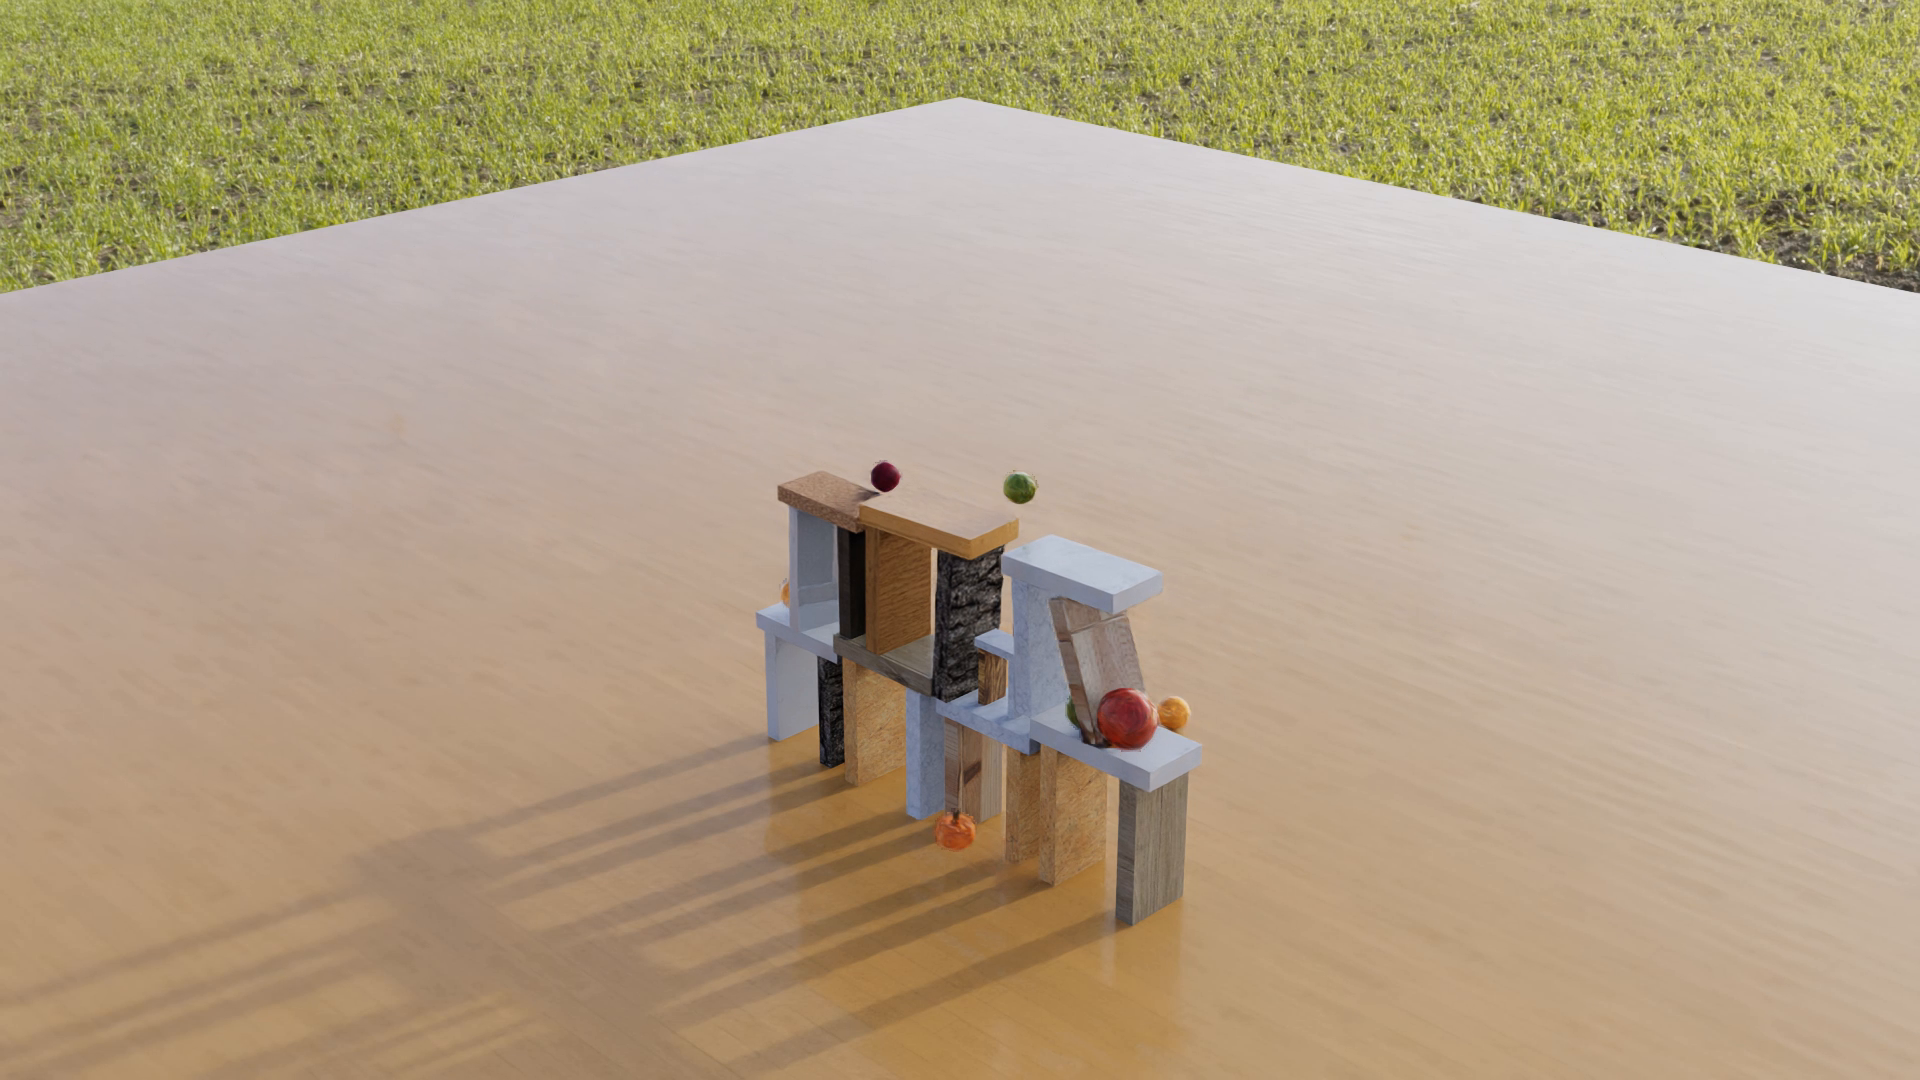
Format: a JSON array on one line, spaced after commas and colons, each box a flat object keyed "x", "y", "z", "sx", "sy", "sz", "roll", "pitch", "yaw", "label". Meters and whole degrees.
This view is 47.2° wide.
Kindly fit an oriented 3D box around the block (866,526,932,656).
[{"x": -0.122, "y": 0.076, "z": 4.385, "sx": 0.141, "sy": 0.283, "sz": 0.040, "roll": -21, "pitch": 32, "yaw": -40, "label": "block"}]

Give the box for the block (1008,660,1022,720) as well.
[{"x": 0.119, "y": 0.278, "z": 4.215, "sx": 0.017, "sy": 0.120, "sz": 0.060, "roll": 21, "pitch": 31, "yaw": 41, "label": "block"}]

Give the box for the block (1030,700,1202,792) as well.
[{"x": 0.287, "y": 0.373, "z": 4.077, "sx": 0.293, "sy": 0.042, "sz": 0.147, "roll": 21, "pitch": 31, "yaw": 40, "label": "block"}]

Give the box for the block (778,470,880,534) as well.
[{"x": -0.246, "y": -0.079, "z": 4.455, "sx": 0.120, "sy": 0.034, "sz": 0.239, "roll": -21, "pitch": 31, "yaw": -40, "label": "block"}]

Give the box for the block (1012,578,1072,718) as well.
[{"x": 0.162, "y": 0.183, "z": 4.126, "sx": 0.136, "sy": 0.273, "sz": 0.039, "roll": -21, "pitch": 28, "yaw": -41, "label": "block"}]

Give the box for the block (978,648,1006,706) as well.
[{"x": 0.063, "y": 0.256, "z": 4.268, "sx": 0.060, "sy": 0.120, "sz": 0.017, "roll": -21, "pitch": 31, "yaw": -41, "label": "block"}]

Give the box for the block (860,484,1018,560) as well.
[{"x": -0.042, "y": -0.037, "z": 4.236, "sx": 0.283, "sy": 0.040, "sz": 0.141, "roll": 18, "pitch": 29, "yaw": 37, "label": "block"}]

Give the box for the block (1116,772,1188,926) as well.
[{"x": 0.356, "y": 0.554, "z": 4.078, "sx": 0.042, "sy": 0.293, "sz": 0.147, "roll": 21, "pitch": 31, "yaw": 41, "label": "block"}]

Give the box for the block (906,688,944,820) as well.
[{"x": -0.043, "y": 0.409, "z": 4.431, "sx": 0.143, "sy": 0.285, "sz": 0.040, "roll": -21, "pitch": 31, "yaw": -40, "label": "block"}]

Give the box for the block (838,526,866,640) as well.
[{"x": -0.190, "y": 0.070, "z": 4.455, "sx": 0.120, "sy": 0.239, "sz": 0.034, "roll": -21, "pitch": 31, "yaw": -40, "label": "block"}]

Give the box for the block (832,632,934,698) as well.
[{"x": -0.108, "y": 0.231, "z": 4.434, "sx": 0.143, "sy": 0.040, "sz": 0.285, "roll": -21, "pitch": 31, "yaw": -40, "label": "block"}]

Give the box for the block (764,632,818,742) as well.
[{"x": -0.358, "y": 0.296, "z": 4.740, "sx": 0.126, "sy": 0.253, "sz": 0.036, "roll": -21, "pitch": 31, "yaw": -41, "label": "block"}]

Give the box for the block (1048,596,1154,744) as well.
[{"x": 0.259, "y": 0.223, "z": 4.034, "sx": 0.136, "sy": 0.273, "sz": 0.039, "roll": -17, "pitch": 6, "yaw": -32, "label": "block"}]

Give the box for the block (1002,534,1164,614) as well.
[{"x": 0.221, "y": 0.060, "z": 4.011, "sx": 0.273, "sy": 0.039, "sz": 0.136, "roll": 20, "pitch": 30, "yaw": 41, "label": "block"}]

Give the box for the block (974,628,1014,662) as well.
[{"x": 0.091, "y": 0.204, "z": 4.215, "sx": 0.060, "sy": 0.017, "sz": 0.120, "roll": -21, "pitch": 31, "yaw": -41, "label": "block"}]

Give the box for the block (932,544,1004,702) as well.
[{"x": 0.016, "y": 0.147, "z": 4.266, "sx": 0.141, "sy": 0.321, "sz": 0.040, "roll": -21, "pitch": 34, "yaw": -40, "label": "block"}]

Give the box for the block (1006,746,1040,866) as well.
[{"x": 0.146, "y": 0.495, "z": 4.272, "sx": 0.036, "sy": 0.252, "sz": 0.126, "roll": 21, "pitch": 31, "yaw": 41, "label": "block"}]

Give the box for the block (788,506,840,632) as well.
[{"x": -0.293, "y": 0.048, "z": 4.552, "sx": 0.120, "sy": 0.276, "sz": 0.034, "roll": -15, "pitch": 30, "yaw": -32, "label": "block"}]

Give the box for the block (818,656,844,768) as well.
[{"x": -0.239, "y": 0.342, "z": 4.630, "sx": 0.126, "sy": 0.253, "sz": 0.036, "roll": -21, "pitch": 31, "yaw": -41, "label": "block"}]

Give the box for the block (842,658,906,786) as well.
[{"x": -0.174, "y": 0.355, "z": 4.560, "sx": 0.143, "sy": 0.285, "sz": 0.040, "roll": -21, "pitch": 31, "yaw": -40, "label": "block"}]

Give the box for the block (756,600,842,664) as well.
[{"x": -0.298, "y": 0.186, "z": 4.628, "sx": 0.253, "sy": 0.036, "sz": 0.126, "roll": 21, "pitch": 31, "yaw": 40, "label": "block"}]

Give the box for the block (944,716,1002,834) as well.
[{"x": 0.027, "y": 0.448, "z": 4.382, "sx": 0.036, "sy": 0.252, "sz": 0.126, "roll": 21, "pitch": 31, "yaw": 41, "label": "block"}]

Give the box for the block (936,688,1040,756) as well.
[{"x": 0.086, "y": 0.339, "z": 4.271, "sx": 0.126, "sy": 0.036, "sz": 0.252, "roll": -21, "pitch": 31, "yaw": -41, "label": "block"}]

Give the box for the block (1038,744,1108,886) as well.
[{"x": 0.218, "y": 0.500, "z": 4.206, "sx": 0.042, "sy": 0.293, "sz": 0.147, "roll": 21, "pitch": 31, "yaw": 41, "label": "block"}]
